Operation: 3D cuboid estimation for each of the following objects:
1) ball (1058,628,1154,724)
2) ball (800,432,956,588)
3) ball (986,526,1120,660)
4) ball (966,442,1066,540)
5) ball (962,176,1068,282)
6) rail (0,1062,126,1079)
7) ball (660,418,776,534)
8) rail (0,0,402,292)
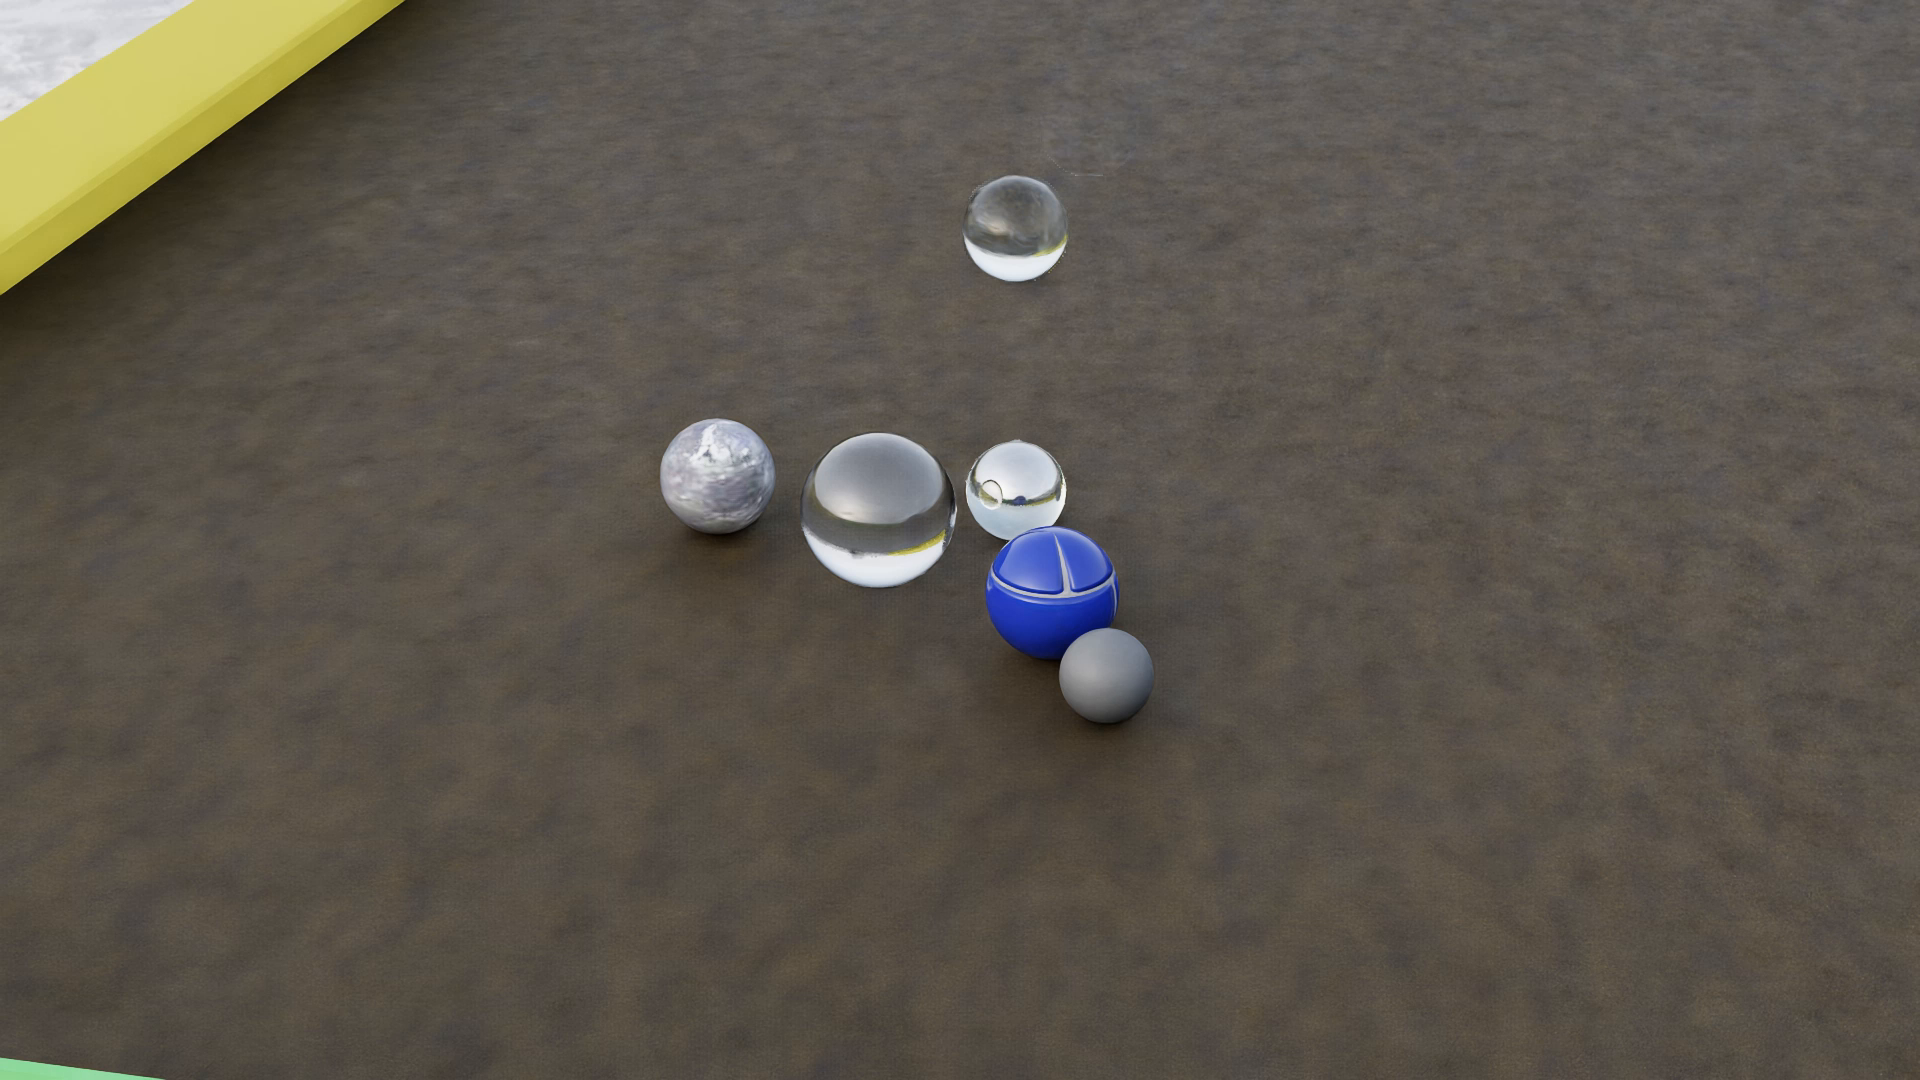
[{"bbox_3d":[0.085,0.078,1.700,0.055,0.055,0.055,0,26,0],"label":"ball"},{"bbox_3d":[-0.051,-0.019,1.849,0.099,0.099,0.099,0,26,0],"label":"ball"},{"bbox_3d":[0.055,0.032,1.766,0.081,0.081,0.081,0,26,0],"label":"ball"},{"bbox_3d":[0.037,-0.032,1.913,0.065,0.065,0.065,0,26,0],"label":"ball"},{"bbox_3d":[0.044,-0.247,2.330,0.084,0.084,0.084,0,26,0],"label":"ball"},{"bbox_3d":[-0.146,0.282,1.199,1.694,0.128,0.045,5,27,11],"label":"rail"},{"bbox_3d":[-0.158,-0.042,1.921,0.076,0.076,0.076,0,26,0],"label":"ball"},{"bbox_3d":[-0.655,-0.416,2.623,0.045,0.128,2.943,5,27,11],"label":"rail"}]
